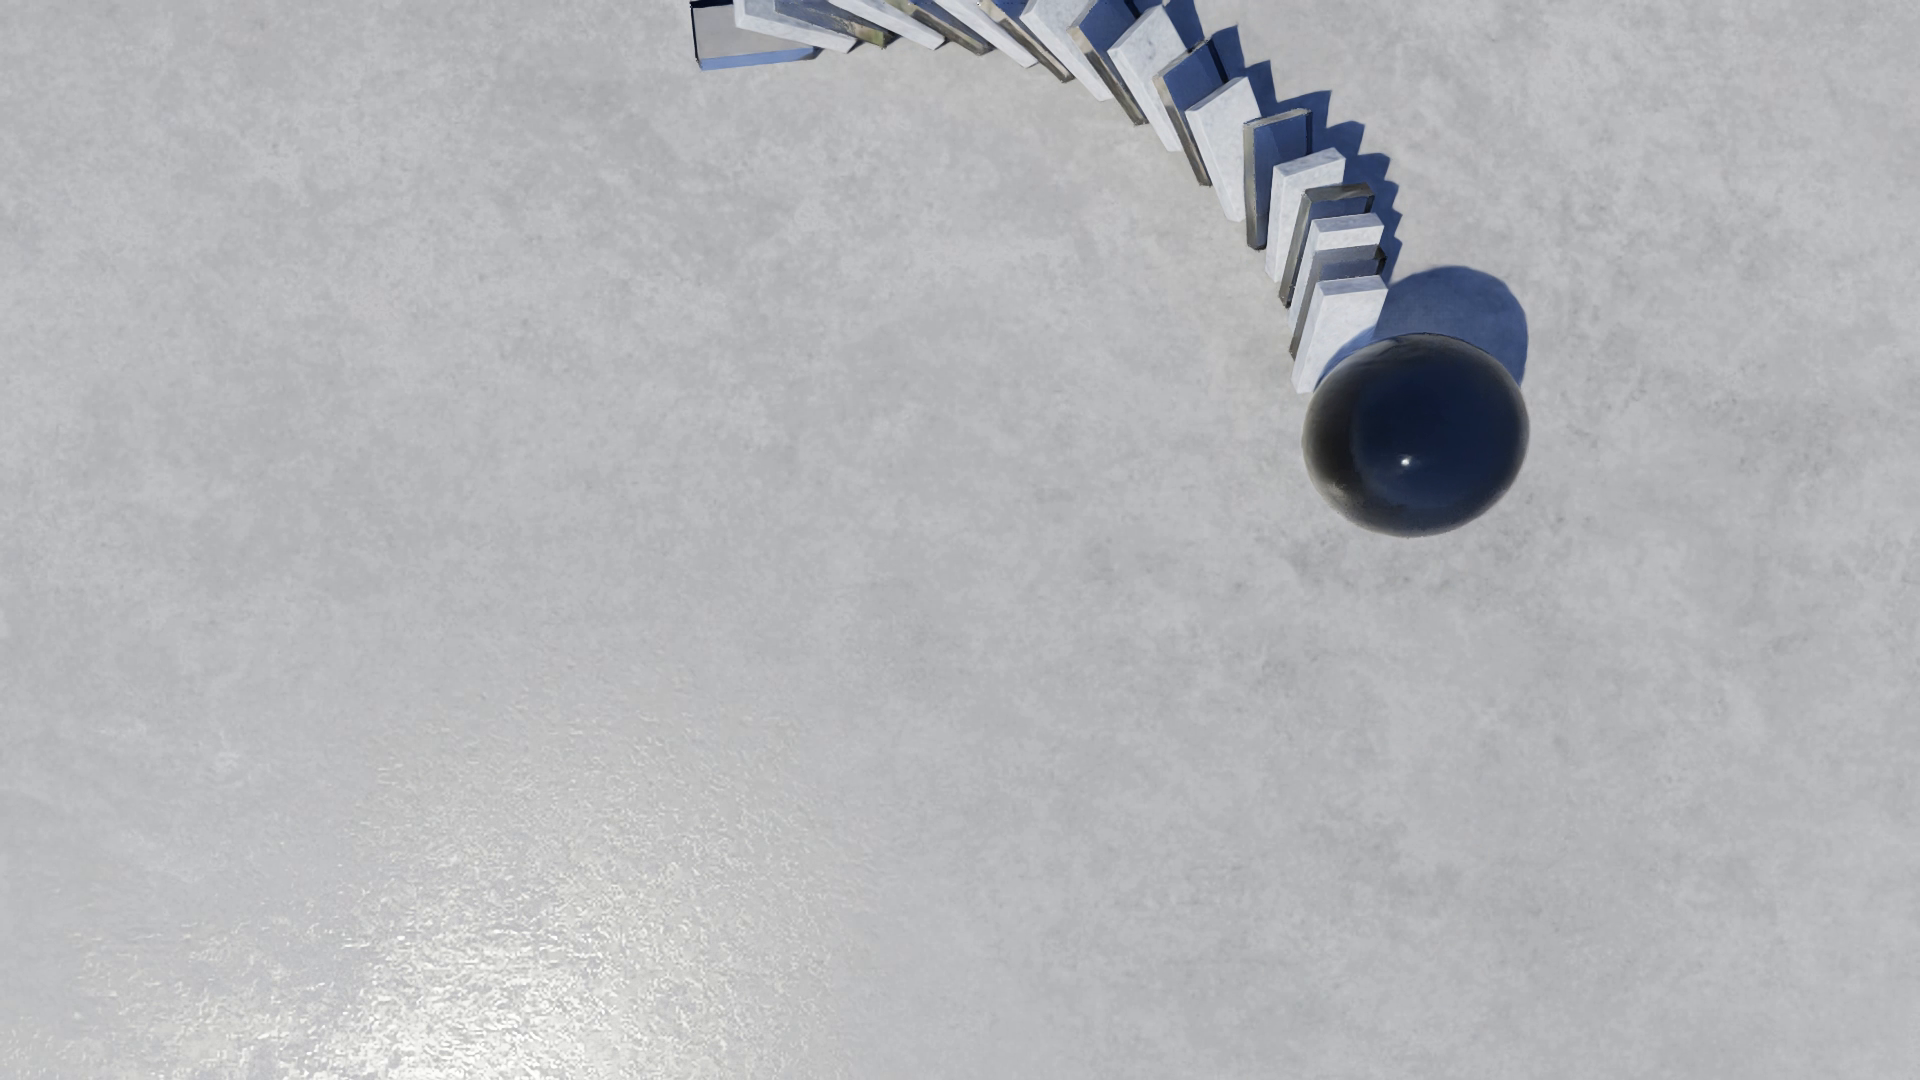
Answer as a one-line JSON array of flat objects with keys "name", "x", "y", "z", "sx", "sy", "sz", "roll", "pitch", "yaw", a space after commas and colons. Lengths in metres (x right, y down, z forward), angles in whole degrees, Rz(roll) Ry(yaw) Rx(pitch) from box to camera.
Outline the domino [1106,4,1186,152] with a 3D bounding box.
[{"name": "domino", "x": 0.086, "y": -0.192, "z": 0.383, "sx": 0.025, "sy": 0.010, "sz": 0.050, "roll": -47, "pitch": 120, "yaw": -2}]

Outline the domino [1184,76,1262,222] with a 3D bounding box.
[{"name": "domino", "x": 0.116, "y": -0.163, "z": 0.384, "sx": 0.025, "sy": 0.009, "sz": 0.050, "roll": -35, "pitch": 120, "yaw": 0}]

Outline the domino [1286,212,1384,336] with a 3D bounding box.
[{"name": "domino", "x": 0.154, "y": -0.108, "z": 0.378, "sx": 0.025, "sy": 0.050, "sz": 0.010, "roll": -7, "pitch": 51, "yaw": 0}]

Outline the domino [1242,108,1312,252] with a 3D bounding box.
[{"name": "domino", "x": 0.132, "y": -0.149, "z": 0.381, "sx": 0.025, "sy": 0.010, "sz": 0.050, "roll": -17, "pitch": 125, "yaw": -3}]

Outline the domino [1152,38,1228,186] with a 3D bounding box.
[{"name": "domino", "x": 0.103, "y": -0.178, "z": 0.383, "sx": 0.025, "sy": 0.009, "sz": 0.050, "roll": -38, "pitch": 120, "yaw": 0}]

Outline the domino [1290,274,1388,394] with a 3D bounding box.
[{"name": "domino", "x": 0.155, "y": -0.084, "z": 0.378, "sx": 0.025, "sy": 0.050, "sz": 0.009, "roll": -7, "pitch": 51, "yaw": 0}]

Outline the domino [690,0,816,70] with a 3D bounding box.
[{"name": "domino", "x": -0.089, "y": -0.220, "z": 0.395, "sx": 0.050, "sy": 0.010, "sz": 0.025, "roll": -6, "pitch": 90, "yaw": 0}]

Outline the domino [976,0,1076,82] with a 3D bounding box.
[{"name": "domino", "x": 0.034, "y": -0.219, "z": 0.383, "sx": 0.050, "sy": 0.009, "sz": 0.025, "roll": 26, "pitch": 89, "yaw": -31}]

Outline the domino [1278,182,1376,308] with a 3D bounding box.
[{"name": "domino", "x": 0.150, "y": -0.120, "z": 0.378, "sx": 0.025, "sy": 0.050, "sz": 0.009, "roll": -6, "pitch": 51, "yaw": 0}]

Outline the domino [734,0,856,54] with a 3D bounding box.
[{"name": "domino", "x": -0.069, "y": -0.223, "z": 0.382, "sx": 0.050, "sy": 0.009, "sz": 0.025, "roll": -6, "pitch": 90, "yaw": -34}]

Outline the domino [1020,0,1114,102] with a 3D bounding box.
[{"name": "domino", "x": 0.051, "y": -0.212, "z": 0.383, "sx": 0.050, "sy": 0.009, "sz": 0.025, "roll": 31, "pitch": 88, "yaw": -31}]

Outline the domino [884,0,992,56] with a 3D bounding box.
[{"name": "domino", "x": -0.007, "y": -0.228, "z": 0.384, "sx": 0.050, "sy": 0.009, "sz": 0.025, "roll": 14, "pitch": 90, "yaw": -30}]

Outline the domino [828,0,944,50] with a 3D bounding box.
[{"name": "domino", "x": -0.029, "y": -0.229, "z": 0.383, "sx": 0.050, "sy": 0.010, "sz": 0.025, "roll": 8, "pitch": 90, "yaw": -31}]

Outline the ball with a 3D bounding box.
[{"name": "ball", "x": 0.177, "y": -0.041, "z": 0.360, "sx": 0.080, "sy": 0.080, "sz": 0.080, "roll": 0, "pitch": 90, "yaw": 0}]

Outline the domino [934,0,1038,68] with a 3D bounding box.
[{"name": "domino", "x": 0.015, "y": -0.225, "z": 0.384, "sx": 0.050, "sy": 0.010, "sz": 0.025, "roll": 22, "pitch": 90, "yaw": -29}]

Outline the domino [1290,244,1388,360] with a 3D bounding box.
[{"name": "domino", "x": 0.155, "y": -0.096, "z": 0.378, "sx": 0.025, "sy": 0.050, "sz": 0.009, "roll": -6, "pitch": 51, "yaw": 0}]

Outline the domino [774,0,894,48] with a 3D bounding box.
[{"name": "domino", "x": -0.052, "y": -0.227, "z": 0.382, "sx": 0.050, "sy": 0.010, "sz": 0.025, "roll": -1, "pitch": 87, "yaw": -33}]

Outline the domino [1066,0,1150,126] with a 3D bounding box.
[{"name": "domino", "x": 0.070, "y": -0.203, "z": 0.383, "sx": 0.050, "sy": 0.010, "sz": 0.025, "roll": 40, "pitch": 88, "yaw": -30}]

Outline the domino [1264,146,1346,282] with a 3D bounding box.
[{"name": "domino", "x": 0.141, "y": -0.133, "z": 0.378, "sx": 0.025, "sy": 0.050, "sz": 0.009, "roll": -18, "pitch": 51, "yaw": 0}]
